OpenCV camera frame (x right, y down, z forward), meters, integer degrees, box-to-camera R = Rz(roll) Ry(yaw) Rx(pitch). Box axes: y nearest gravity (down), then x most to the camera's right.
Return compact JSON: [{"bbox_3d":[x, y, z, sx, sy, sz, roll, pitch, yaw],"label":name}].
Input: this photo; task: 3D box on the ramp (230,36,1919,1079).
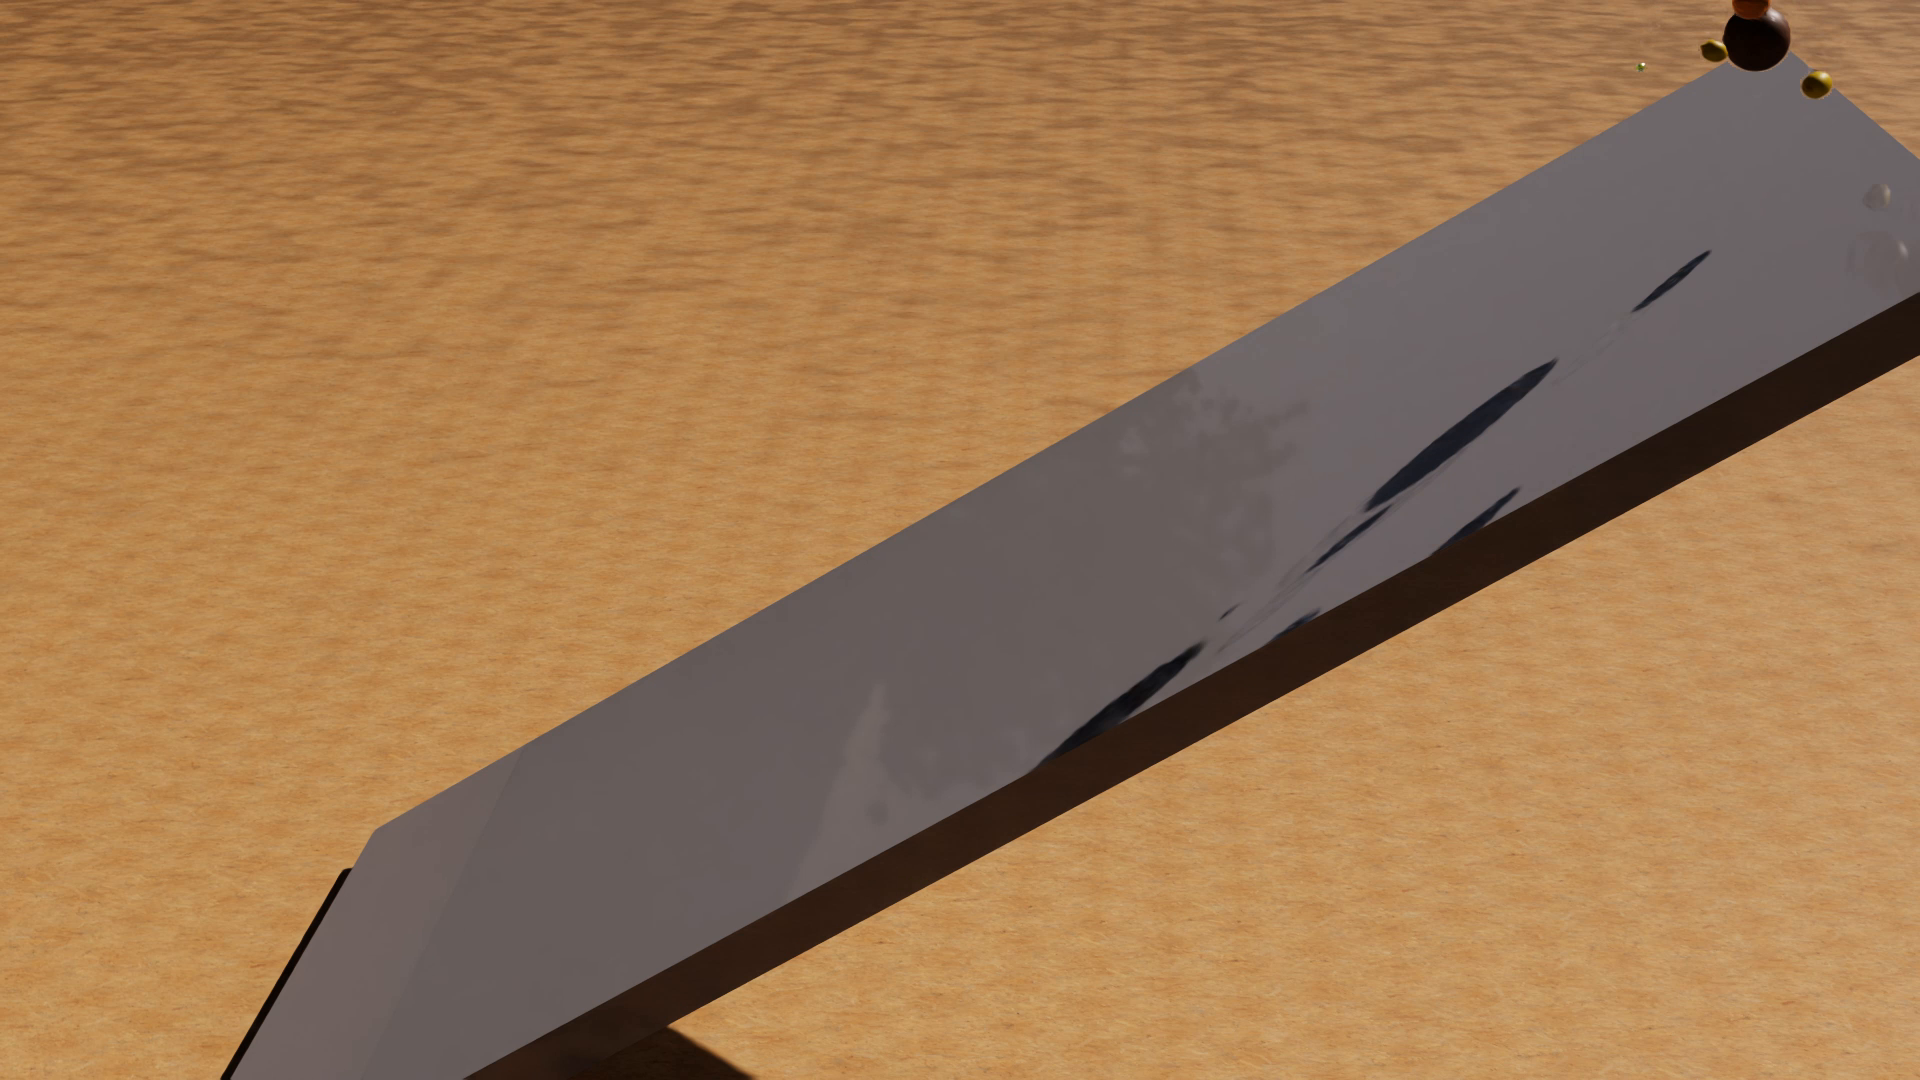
[{"bbox_3d":[0.141,0.169,6.289,4.000,0.100,2.000,-29,15,13],"label":"ramp"}]
